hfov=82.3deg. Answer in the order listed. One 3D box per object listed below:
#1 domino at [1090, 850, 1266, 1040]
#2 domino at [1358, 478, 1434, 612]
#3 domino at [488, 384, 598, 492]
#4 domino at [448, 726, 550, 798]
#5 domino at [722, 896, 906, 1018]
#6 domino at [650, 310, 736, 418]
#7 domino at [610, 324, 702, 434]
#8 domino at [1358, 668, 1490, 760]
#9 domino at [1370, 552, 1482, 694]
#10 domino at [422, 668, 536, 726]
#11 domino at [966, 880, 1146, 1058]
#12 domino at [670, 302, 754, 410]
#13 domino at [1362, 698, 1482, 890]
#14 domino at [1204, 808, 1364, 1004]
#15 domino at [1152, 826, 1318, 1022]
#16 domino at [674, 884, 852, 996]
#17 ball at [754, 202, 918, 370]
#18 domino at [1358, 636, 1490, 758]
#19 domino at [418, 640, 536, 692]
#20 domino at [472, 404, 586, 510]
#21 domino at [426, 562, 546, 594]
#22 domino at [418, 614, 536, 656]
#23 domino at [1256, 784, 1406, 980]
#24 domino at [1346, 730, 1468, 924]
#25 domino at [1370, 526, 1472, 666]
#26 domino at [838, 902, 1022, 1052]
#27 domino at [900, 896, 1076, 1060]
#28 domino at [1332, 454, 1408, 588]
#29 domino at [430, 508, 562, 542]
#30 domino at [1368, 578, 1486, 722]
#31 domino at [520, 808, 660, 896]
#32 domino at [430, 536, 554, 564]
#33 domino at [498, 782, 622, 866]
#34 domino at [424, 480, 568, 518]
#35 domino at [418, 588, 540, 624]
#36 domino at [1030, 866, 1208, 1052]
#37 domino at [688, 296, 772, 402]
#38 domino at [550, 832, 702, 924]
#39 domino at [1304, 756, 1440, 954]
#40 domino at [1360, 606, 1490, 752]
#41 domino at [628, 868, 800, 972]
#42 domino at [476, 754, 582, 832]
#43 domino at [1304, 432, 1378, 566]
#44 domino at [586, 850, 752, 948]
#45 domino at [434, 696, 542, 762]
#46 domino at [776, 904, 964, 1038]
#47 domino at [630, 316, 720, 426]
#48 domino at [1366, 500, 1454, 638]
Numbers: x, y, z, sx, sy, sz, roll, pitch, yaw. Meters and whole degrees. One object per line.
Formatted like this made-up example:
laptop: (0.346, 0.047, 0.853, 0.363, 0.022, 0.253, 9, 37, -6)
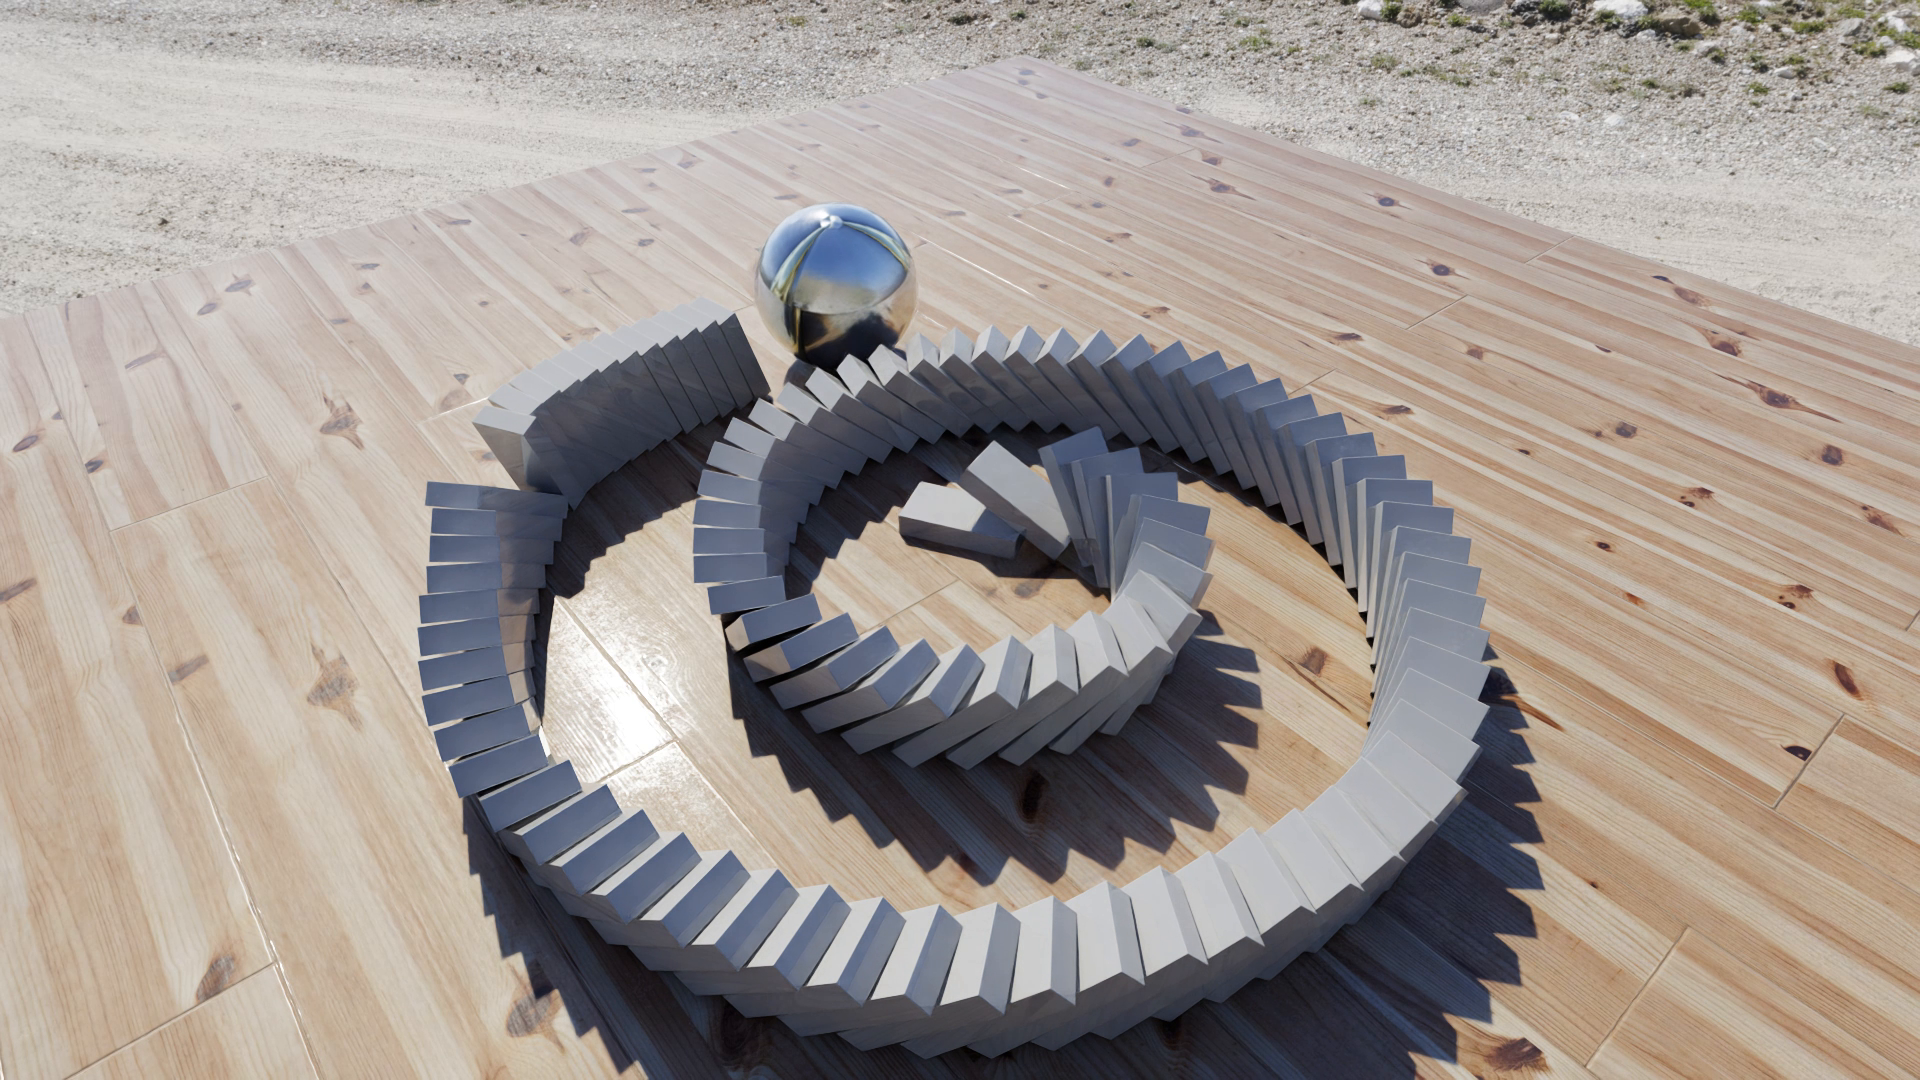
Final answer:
domino: (0.052, 0.107, 0.289, 0.050, 0.010, 0.025, -40, 37, 18)
domino: (0.164, 0.002, 0.415, 0.025, 0.009, 0.050, 2, 83, 2)
domino: (-0.175, -0.041, 0.462, 0.025, 0.050, 0.009, 25, 63, 27)
domino: (-0.140, 0.067, 0.337, 0.025, 0.010, 0.050, -19, 1, -21)
domino: (-0.038, 0.109, 0.286, 0.050, 0.010, 0.025, -26, 21, 41)
domino: (-0.124, -0.081, 0.510, 0.025, 0.050, 0.010, 30, 65, 31)
domino: (-0.138, -0.073, 0.500, 0.025, 0.050, 0.010, 30, 65, 31)
domino: (0.138, 0.067, 0.336, 0.025, 0.009, 0.050, 28, 90, 30)
domino: (0.161, 0.032, 0.380, 0.025, 0.010, 0.050, 13, 84, 16)
domino: (-0.155, 0.050, 0.357, 0.025, 0.009, 0.050, -13, -1, -15)
domino: (0.023, 0.111, 0.283, 0.050, 0.009, 0.025, -37, 32, 24)
domino: (-0.116, -0.086, 0.515, 0.025, 0.050, 0.009, 30, 65, 31)
domino: (0.129, 0.075, 0.326, 0.025, 0.010, 0.050, 35, 93, 34)
domino: (0.081, 0.099, 0.298, 0.050, 0.010, 0.025, -44, 42, 13)
domino: (0.067, 0.103, 0.294, 0.050, 0.009, 0.025, -43, 40, 15)
domino: (-0.053, 0.106, 0.290, 0.050, 0.010, 0.025, -25, 19, 43)
ball: (-0.060, -0.124, 0.539, 0.080, 0.080, 0.080, 0, 39, 0)
domino: (0.145, 0.059, 0.347, 0.025, 0.010, 0.050, 23, 87, 25)
domino: (-0.160, 0.042, 0.368, 0.025, 0.010, 0.050, -11, -1, -12)
domino: (-0.176, -0.033, 0.451, 0.025, 0.050, 0.009, 14, 58, 16)
domino: (-0.172, 0.014, 0.402, 0.025, 0.010, 0.050, -4, -2, -4)
domino: (-0.165, 0.032, 0.379, 0.025, 0.010, 0.050, -8, -2, -9)
domino: (0.094, 0.094, 0.303, 0.050, 0.010, 0.025, -46, 44, 11)
domino: (0.119, 0.083, 0.317, 0.050, 0.009, 0.025, -52, 51, 6)
domino: (0.164, 0.022, 0.391, 0.025, 0.009, 0.050, 11, 83, 12)
domino: (-0.008, 0.112, 0.282, 0.050, 0.009, 0.025, -31, 26, 33)
domino: (0.007, 0.112, 0.282, 0.050, 0.010, 0.025, -33, 28, 29)
domino: (0.161, -0.007, 0.427, 0.025, 0.009, 0.050, -4, 83, -4)
domino: (-0.178, -0.006, 0.425, 0.025, 0.009, 0.050, 3, -2, 7)
domino: (0.156, 0.041, 0.369, 0.025, 0.010, 0.050, 15, 84, 18)
domino: (-0.106, 0.088, 0.312, 0.025, 0.010, 0.050, -34, 8, -34)
domino: (-0.175, 0.004, 0.414, 0.025, 0.009, 0.050, 1, -2, 1)
domino: (-0.118, 0.081, 0.320, 0.025, 0.010, 0.050, -30, 6, -32)
domino: (-0.183, -0.016, 0.436, 0.025, 0.009, 0.050, 5, -1, 19)
domino: (-0.169, 0.023, 0.391, 0.025, 0.010, 0.050, -5, -2, -6)
domino: (0.038, 0.109, 0.286, 0.050, 0.009, 0.025, -38, 35, 20)
domino: (-0.109, -0.090, 0.521, 0.025, 0.050, 0.010, 30, 65, 31)
domino: (-0.094, 0.093, 0.306, 0.025, 0.010, 0.050, -38, 10, -37)
domino: (0.107, 0.089, 0.310, 0.050, 0.009, 0.025, -50, 48, 8)
domino: (0.151, 0.050, 0.358, 0.025, 0.010, 0.050, 19, 85, 21)
domino: (-0.067, 0.102, 0.294, 0.050, 0.009, 0.025, -23, 17, 46)
domino: (-0.130, 0.074, 0.328, 0.025, 0.010, 0.050, -24, 3, -27)
domino: (0.156, -0.016, 0.438, 0.025, 0.009, 0.050, -8, 83, -10)
domino: (-0.080, 0.098, 0.300, 0.050, 0.009, 0.025, -22, 16, 48)
domino: (-0.148, 0.059, 0.347, 0.025, 0.009, 0.050, -16, 0, -18)
domino: (-0.024, 0.111, 0.283, 0.050, 0.010, 0.025, -28, 23, 38)
domino: (-0.131, -0.077, 0.505, 0.025, 0.050, 0.009, 30, 65, 31)
domino: (0.165, 0.012, 0.403, 0.025, 0.009, 0.050, 6, 83, 7)
